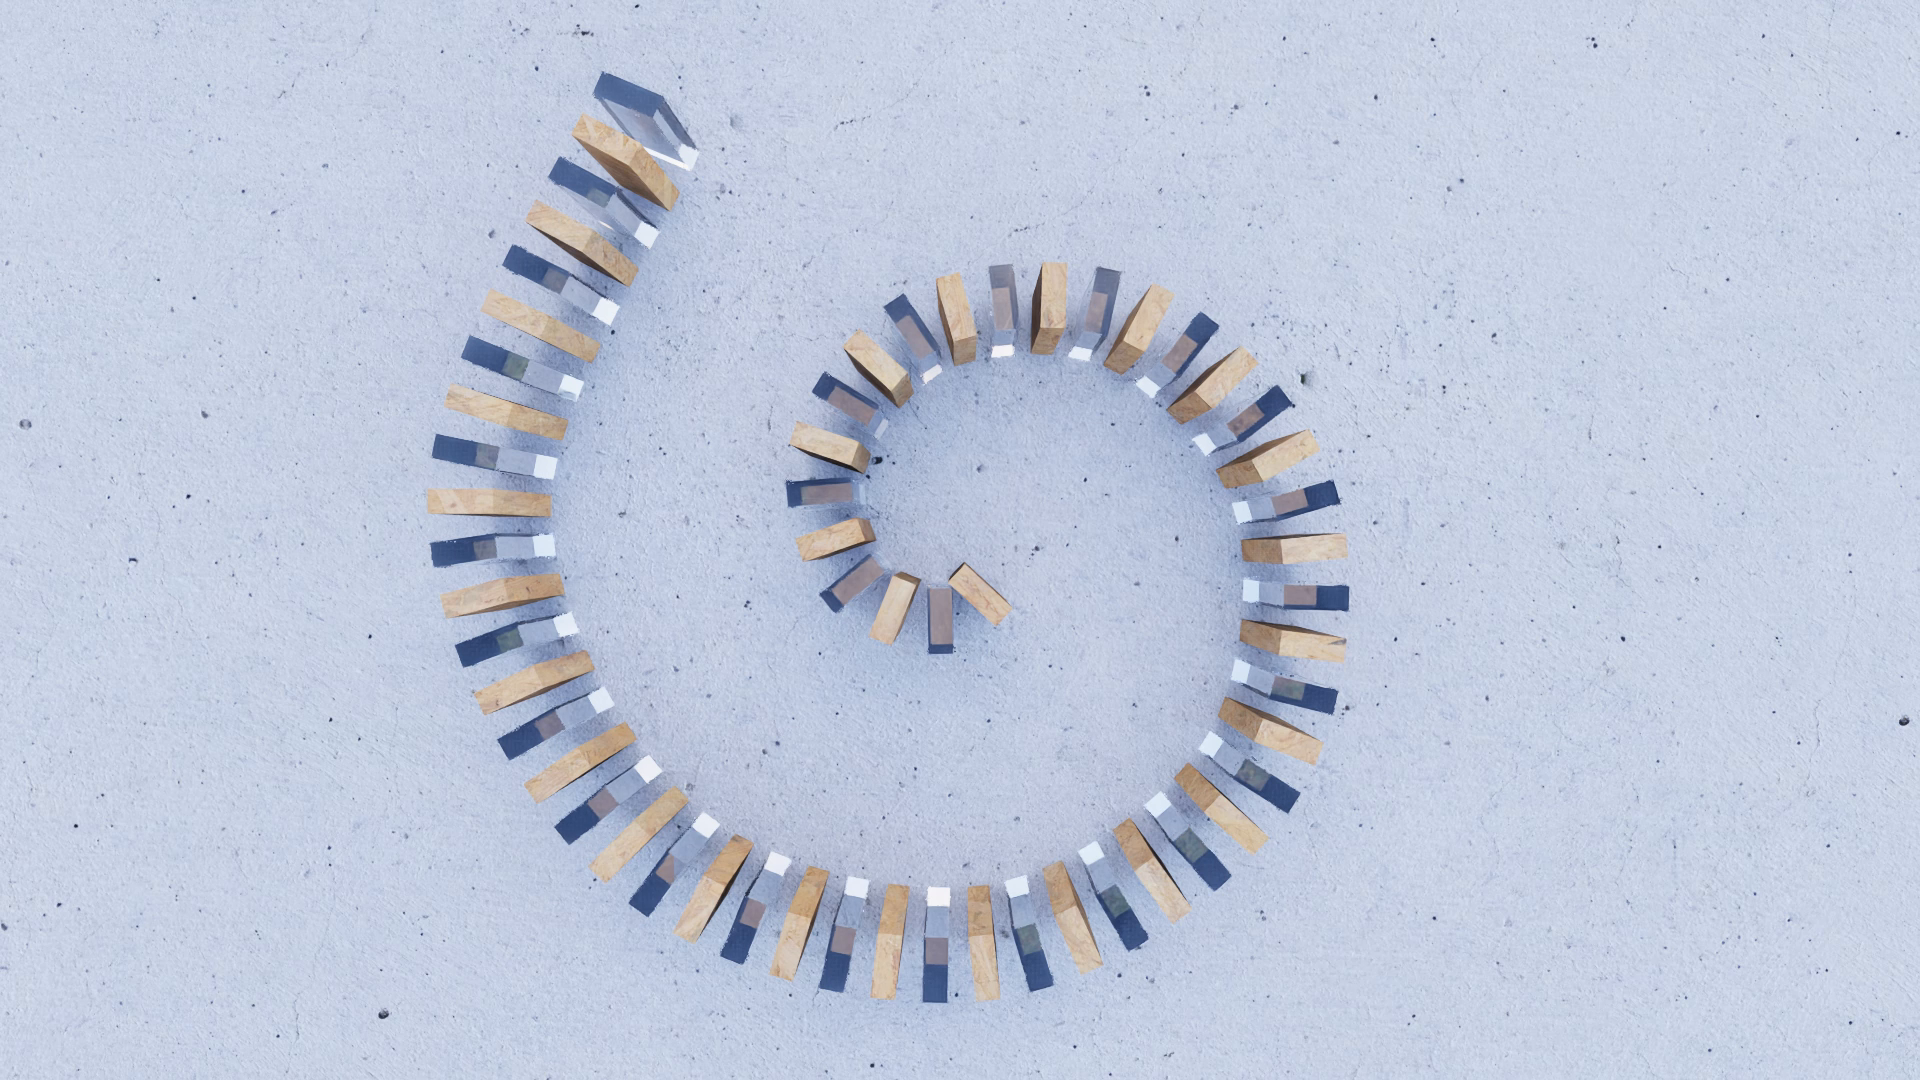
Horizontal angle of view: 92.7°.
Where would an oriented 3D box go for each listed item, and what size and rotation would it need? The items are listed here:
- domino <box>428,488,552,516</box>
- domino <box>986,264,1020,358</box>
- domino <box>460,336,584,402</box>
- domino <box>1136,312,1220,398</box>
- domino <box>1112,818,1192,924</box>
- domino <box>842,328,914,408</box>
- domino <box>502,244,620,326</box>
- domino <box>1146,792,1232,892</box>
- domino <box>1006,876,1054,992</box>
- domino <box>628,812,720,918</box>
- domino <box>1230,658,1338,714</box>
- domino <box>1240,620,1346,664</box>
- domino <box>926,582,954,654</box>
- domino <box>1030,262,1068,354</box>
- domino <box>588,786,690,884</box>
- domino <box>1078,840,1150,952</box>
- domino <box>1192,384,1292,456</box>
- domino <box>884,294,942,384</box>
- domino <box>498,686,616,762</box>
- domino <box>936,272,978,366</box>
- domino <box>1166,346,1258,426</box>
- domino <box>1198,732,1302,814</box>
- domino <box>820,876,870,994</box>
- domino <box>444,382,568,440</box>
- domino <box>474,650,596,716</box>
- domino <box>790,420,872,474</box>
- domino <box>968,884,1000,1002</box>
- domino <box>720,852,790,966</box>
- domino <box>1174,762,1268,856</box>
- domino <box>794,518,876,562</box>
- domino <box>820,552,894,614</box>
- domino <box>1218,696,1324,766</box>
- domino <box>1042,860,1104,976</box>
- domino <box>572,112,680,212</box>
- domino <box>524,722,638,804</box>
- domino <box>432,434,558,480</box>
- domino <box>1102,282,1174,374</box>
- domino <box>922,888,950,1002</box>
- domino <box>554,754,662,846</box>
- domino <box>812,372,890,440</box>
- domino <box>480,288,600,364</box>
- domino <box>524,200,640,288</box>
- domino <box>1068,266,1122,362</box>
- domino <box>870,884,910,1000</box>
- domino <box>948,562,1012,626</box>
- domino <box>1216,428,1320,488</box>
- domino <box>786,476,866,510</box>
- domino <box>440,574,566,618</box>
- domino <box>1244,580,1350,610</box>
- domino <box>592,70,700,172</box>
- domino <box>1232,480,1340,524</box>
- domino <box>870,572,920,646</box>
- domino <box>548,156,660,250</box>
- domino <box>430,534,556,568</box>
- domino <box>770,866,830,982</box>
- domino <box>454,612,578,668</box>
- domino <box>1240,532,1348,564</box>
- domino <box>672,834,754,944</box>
[{"bbox_3d":[-0.191,-0.015,0.375,0.025,0.050,0.010,0,90,0],"label":"domino"},{"bbox_3d":[0.017,-0.093,0.375,0.009,0.050,0.025,-7,90,0],"label":"domino"},{"bbox_3d":[-0.178,-0.069,0.375,0.025,0.050,0.010,22,90,0],"label":"domino"},{"bbox_3d":[0.088,-0.075,0.375,0.010,0.050,0.025,38,90,0],"label":"domino"},{"bbox_3d":[0.078,0.134,0.375,0.009,0.050,0.025,-36,90,0],"label":"domino"},{"bbox_3d":[-0.032,-0.069,0.375,0.025,0.050,0.009,42,90,0],"label":"domino"},{"bbox_3d":[-0.162,-0.103,0.375,0.025,0.050,0.009,27,90,0],"label":"domino"},{"bbox_3d":[0.092,0.122,0.375,0.010,0.050,0.025,-42,90,0],"label":"domino"},{"bbox_3d":[0.028,0.160,0.375,0.010,0.050,0.025,-17,90,0],"label":"domino"},{"bbox_3d":[-0.116,0.131,0.375,0.010,0.050,0.025,36,90,0],"label":"domino"},{"bbox_3d":[0.131,0.059,0.375,0.025,0.050,0.009,14,90,0],"label":"domino"},{"bbox_3d":[0.135,0.041,0.375,0.025,0.050,0.010,7,90,0],"label":"domino"},{"bbox_3d":[-0.008,0.031,0.375,0.010,0.050,0.025,-1,90,0],"label":"domino"},{"bbox_3d":[0.036,-0.094,0.375,0.009,0.050,0.025,2,90,0],"label":"domino"},{"bbox_3d":[-0.130,0.119,0.375,0.009,0.050,0.025,45,90,0],"label":"domino"},{"bbox_3d":[0.062,0.144,0.375,0.009,0.050,0.025,-31,90,0],"label":"domino"},{"bbox_3d":[0.114,-0.048,0.375,0.025,0.050,0.010,-37,90,0],"label":"domino"},{"bbox_3d":[-0.018,-0.081,0.375,0.010,0.050,0.025,-34,90,0],"label":"domino"},{"bbox_3d":[-0.164,0.074,0.375,0.025,0.050,0.010,-30,90,0],"label":"domino"},{"bbox_3d":[-0.001,-0.089,0.375,0.010,0.050,0.025,-16,90,0],"label":"domino"},{"bbox_3d":[0.102,-0.062,0.375,0.025,0.050,0.009,-45,90,0],"label":"domino"},{"bbox_3d":[0.117,0.094,0.375,0.025,0.050,0.009,32,90,0],"label":"domino"},{"bbox_3d":[-0.047,0.160,0.375,0.010,0.050,0.025,12,90,0],"label":"domino"},{"bbox_3d":[-0.184,-0.052,0.375,0.025,0.050,0.009,18,90,0],"label":"domino"},{"bbox_3d":[-0.172,0.058,0.375,0.025,0.050,0.010,-25,90,0],"label":"domino"},{"bbox_3d":[-0.052,-0.037,0.375,0.025,0.050,0.009,19,90,0],"label":"domino"},{"bbox_3d":[0.009,0.163,0.375,0.010,0.050,0.025,-7,90,0],"label":"domino"},{"bbox_3d":[-0.083,0.149,0.375,0.009,0.050,0.025,22,90,0],"label":"domino"},{"bbox_3d":[0.106,0.109,0.375,0.025,0.050,0.009,42,90,0],"label":"domino"},{"bbox_3d":[-0.050,0.000,0.375,0.025,0.050,0.010,-19,90,0],"label":"domino"},{"bbox_3d":[-0.041,0.017,0.375,0.025,0.050,0.009,-39,90,0],"label":"domino"},{"bbox_3d":[0.126,0.077,0.375,0.025,0.050,0.009,22,90,0],"label":"domino"},{"bbox_3d":[0.045,0.153,0.375,0.009,0.050,0.025,-24,90,0],"label":"domino"},{"bbox_3d":[-0.135,-0.153,0.375,0.025,0.050,0.010,28,90,0],"label":"domino"},{"bbox_3d":[-0.154,0.090,0.375,0.025,0.050,0.010,-34,90,0],"label":"domino"},{"bbox_3d":[-0.189,-0.033,0.375,0.025,0.050,0.010,12,90,0],"label":"domino"},{"bbox_3d":[0.072,-0.085,0.375,0.010,0.050,0.025,28,90,0],"label":"domino"},{"bbox_3d":[-0.009,0.164,0.375,0.009,0.050,0.025,1,90,0],"label":"domino"},{"bbox_3d":[-0.143,0.105,0.375,0.025,0.050,0.010,-39,90,0],"label":"domino"},{"bbox_3d":[-0.044,-0.054,0.375,0.025,0.050,0.010,32,90,0],"label":"domino"},{"bbox_3d":[-0.170,-0.087,0.375,0.025,0.050,0.009,25,90,0],"label":"domino"},{"bbox_3d":[-0.153,-0.120,0.375,0.025,0.050,0.010,28,90,0],"label":"domino"},{"bbox_3d":[0.055,-0.091,0.375,0.009,0.050,0.025,12,90,0],"label":"domino"},{"bbox_3d":[-0.028,0.163,0.375,0.010,0.050,0.025,7,90,0],"label":"domino"},{"bbox_3d":[0.008,0.021,0.375,0.025,0.050,0.010,43,90,0],"label":"domino"},{"bbox_3d":[0.125,-0.032,0.375,0.025,0.050,0.009,-29,90,0],"label":"domino"},{"bbox_3d":[-0.054,-0.018,0.375,0.025,0.050,0.010,-5,90,0],"label":"domino"},{"bbox_3d":[-0.186,0.022,0.375,0.025,0.050,0.010,-15,90,0],"label":"domino"},{"bbox_3d":[0.136,0.022,0.375,0.025,0.050,0.009,1,90,0],"label":"domino"},{"bbox_3d":[-0.127,-0.170,0.375,0.025,0.050,0.010,23,90,0],"label":"domino"},{"bbox_3d":[0.132,-0.015,0.375,0.025,0.050,0.009,-17,90,0],"label":"domino"},{"bbox_3d":[-0.026,0.027,0.375,0.009,0.050,0.025,22,90,0],"label":"domino"},{"bbox_3d":[-0.144,-0.137,0.375,0.025,0.050,0.010,29,90,0],"label":"domino"},{"bbox_3d":[-0.189,0.004,0.375,0.025,0.050,0.010,-9,90,0],"label":"domino"},{"bbox_3d":[-0.065,0.155,0.375,0.009,0.050,0.025,17,90,0],"label":"domino"},{"bbox_3d":[-0.180,0.040,0.375,0.025,0.050,0.009,-21,90,0],"label":"domino"},{"bbox_3d":[0.135,0.003,0.375,0.025,0.050,0.010,-6,90,0],"label":"domino"},{"bbox_3d":[-0.100,0.141,0.375,0.010,0.050,0.025,28,90,0],"label":"domino"}]
